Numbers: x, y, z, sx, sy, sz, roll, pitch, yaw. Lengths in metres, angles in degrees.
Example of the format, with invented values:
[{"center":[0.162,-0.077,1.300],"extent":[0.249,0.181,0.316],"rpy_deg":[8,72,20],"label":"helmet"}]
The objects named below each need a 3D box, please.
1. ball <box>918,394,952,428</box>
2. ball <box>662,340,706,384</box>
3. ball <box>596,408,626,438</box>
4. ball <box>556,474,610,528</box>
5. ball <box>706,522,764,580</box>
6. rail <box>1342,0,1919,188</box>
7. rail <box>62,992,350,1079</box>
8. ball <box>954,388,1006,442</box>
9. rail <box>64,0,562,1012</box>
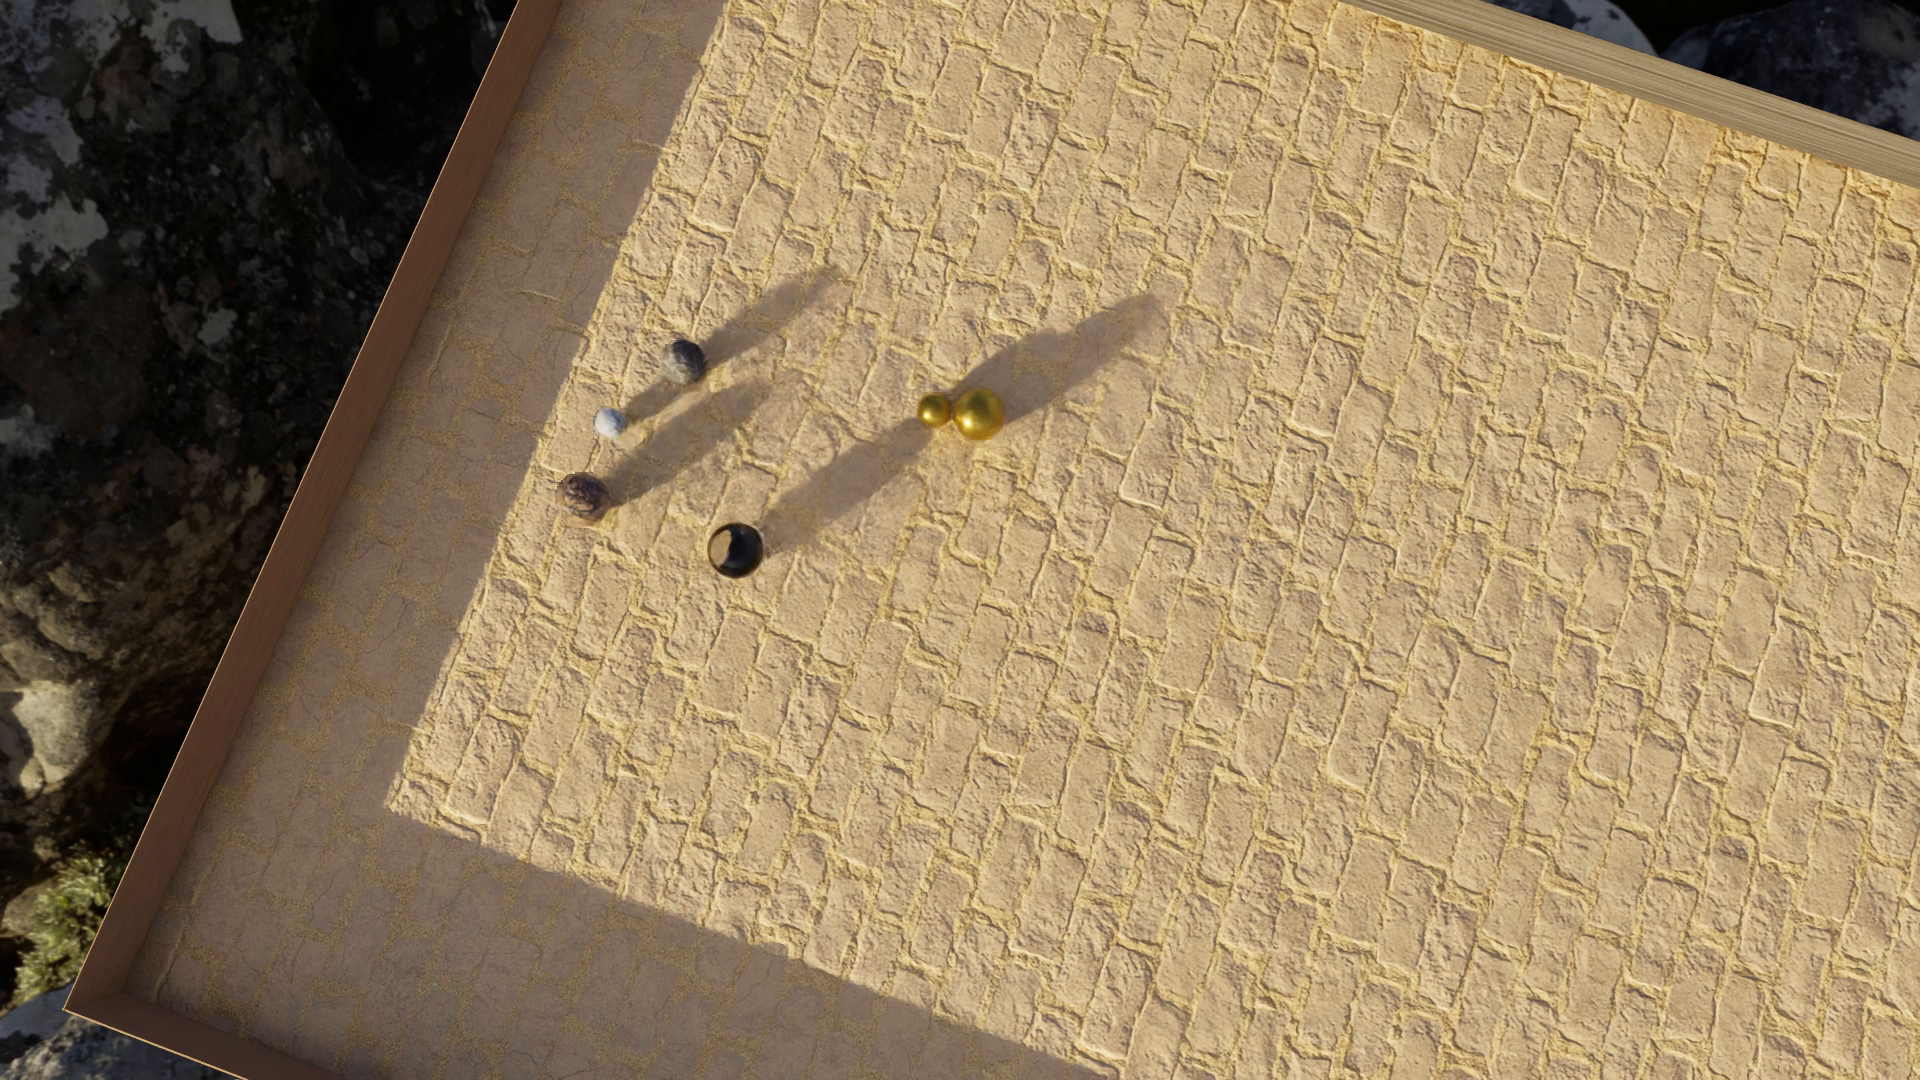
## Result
[{"center":[-0.039,-0.199,3.393],"extent":[0.054,0.054,0.054],"rpy_deg":[0,76,0],"label":"ball"},{"center":[-0.427,-0.275,3.405],"extent":[0.068,0.068,0.068],"rpy_deg":[0,76,0],"label":"ball"},{"center":[-0.539,-0.181,3.392],"extent":[0.047,0.047,0.047],"rpy_deg":[0,76,0],"label":"ball"},{"center":[-0.572,-0.060,3.345],"extent":[0.080,0.080,0.080],"rpy_deg":[0,76,0],"label":"ball"},{"center":[-0.339,0.016,3.322],"extent":[0.087,0.087,0.087],"rpy_deg":[0,76,0],"label":"ball"},{"center":[1.253,-0.664,3.480],"extent":[3.791,0.113,0.045],"rpy_deg":[19,77,5],"label":"rail"},{"center":[0.529,1.277,2.990],"extent":[3.791,0.113,0.045],"rpy_deg":[19,77,5],"label":"rail"},{"center":[0.031,-0.192,3.378],"extent":[0.081,0.081,0.081],"rpy_deg":[0,76,0],"label":"ball"},{"center":[-0.869,-0.310,3.390],"extent":[0.045,0.113,2.176],"rpy_deg":[19,77,5],"label":"rail"}]
